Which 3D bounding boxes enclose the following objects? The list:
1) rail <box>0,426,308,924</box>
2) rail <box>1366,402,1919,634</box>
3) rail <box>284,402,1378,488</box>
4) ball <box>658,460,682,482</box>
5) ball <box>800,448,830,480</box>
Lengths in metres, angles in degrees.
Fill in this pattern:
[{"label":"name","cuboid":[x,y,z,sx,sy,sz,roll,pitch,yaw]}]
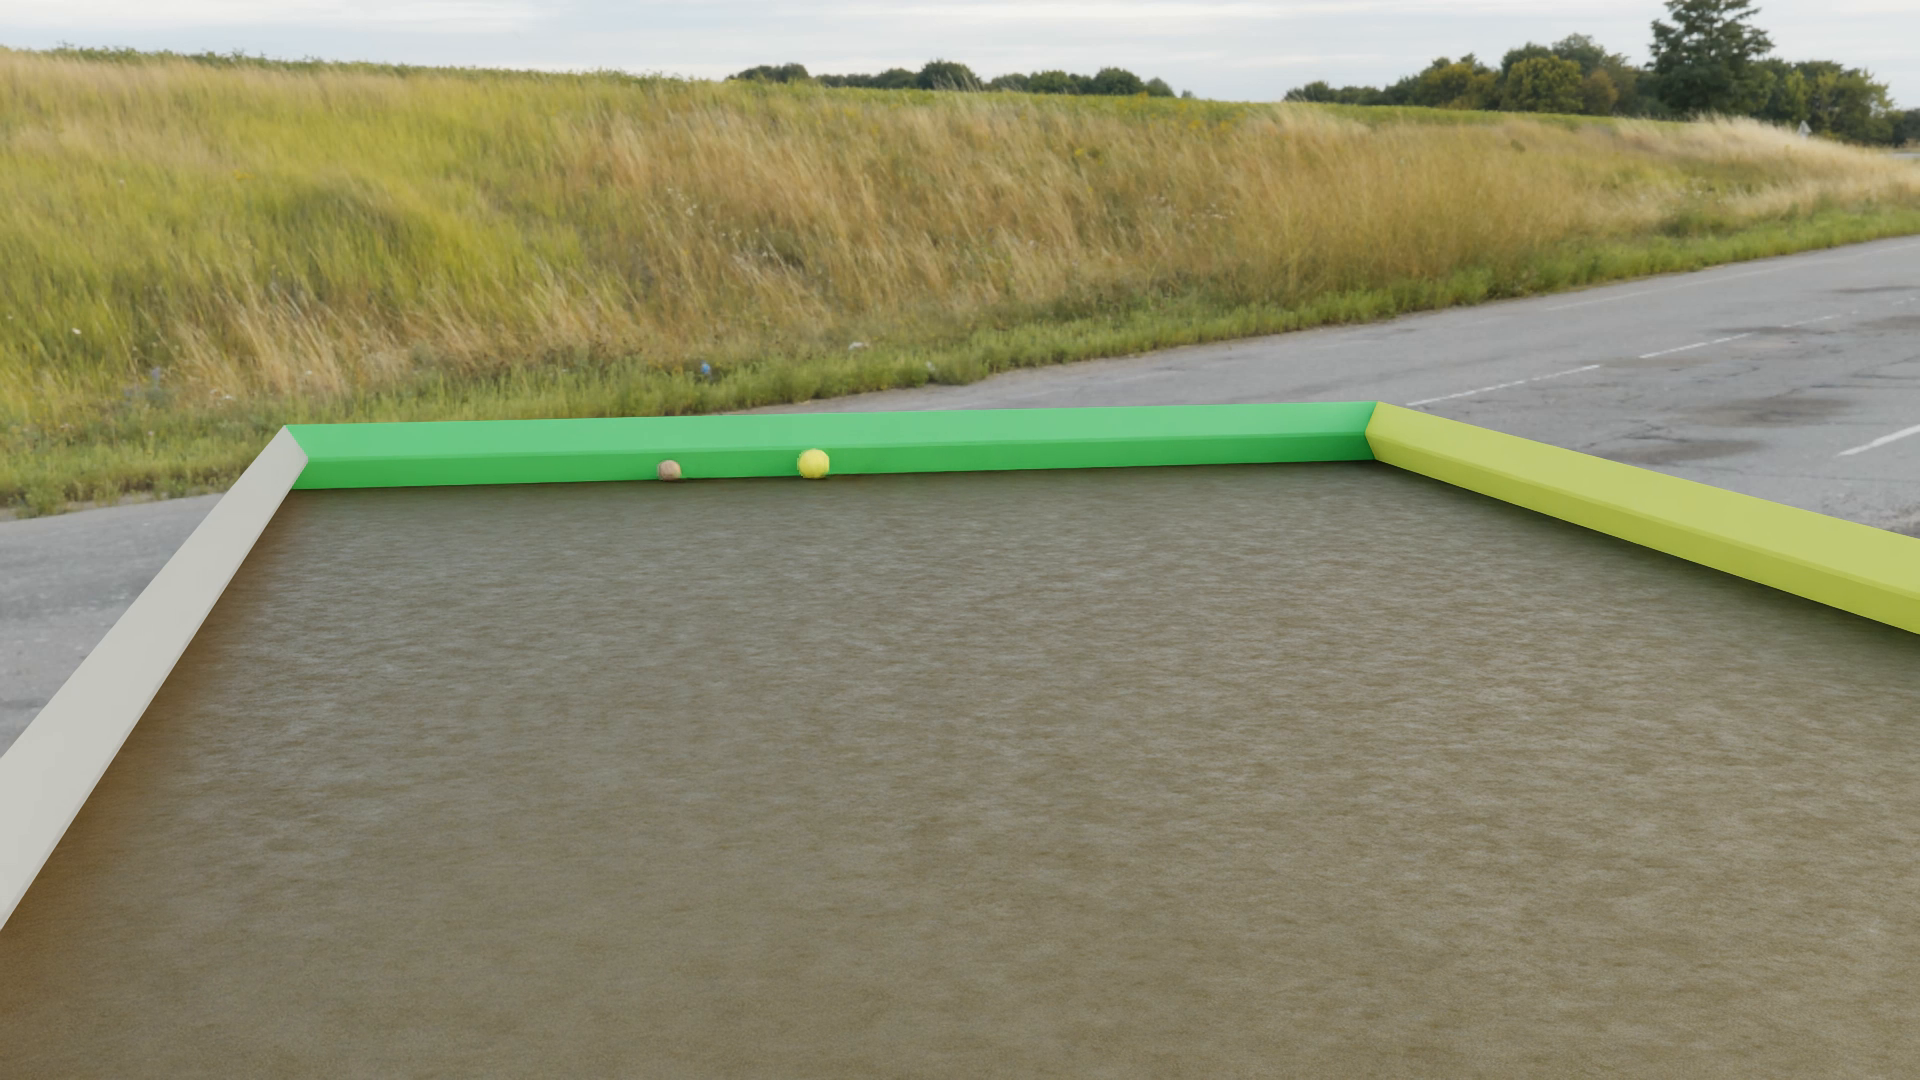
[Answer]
[{"label":"rail","cuboid":[-0.838,0.156,2.221,0.045,0.119,3.902,-2,10,-12]},{"label":"rail","cuboid":[1.236,0.086,2.647,0.045,0.119,3.902,-2,10,-12]},{"label":"rail","cuboid":[-0.194,-0.187,4.295,2.166,0.119,0.045,-2,10,-12]},{"label":"ball","cuboid":[-0.554,-0.132,4.205,0.043,0.043,0.043,0,9,0]},{"label":"ball","cuboid":[-0.280,-0.147,4.244,0.059,0.059,0.059,0,9,0]}]
